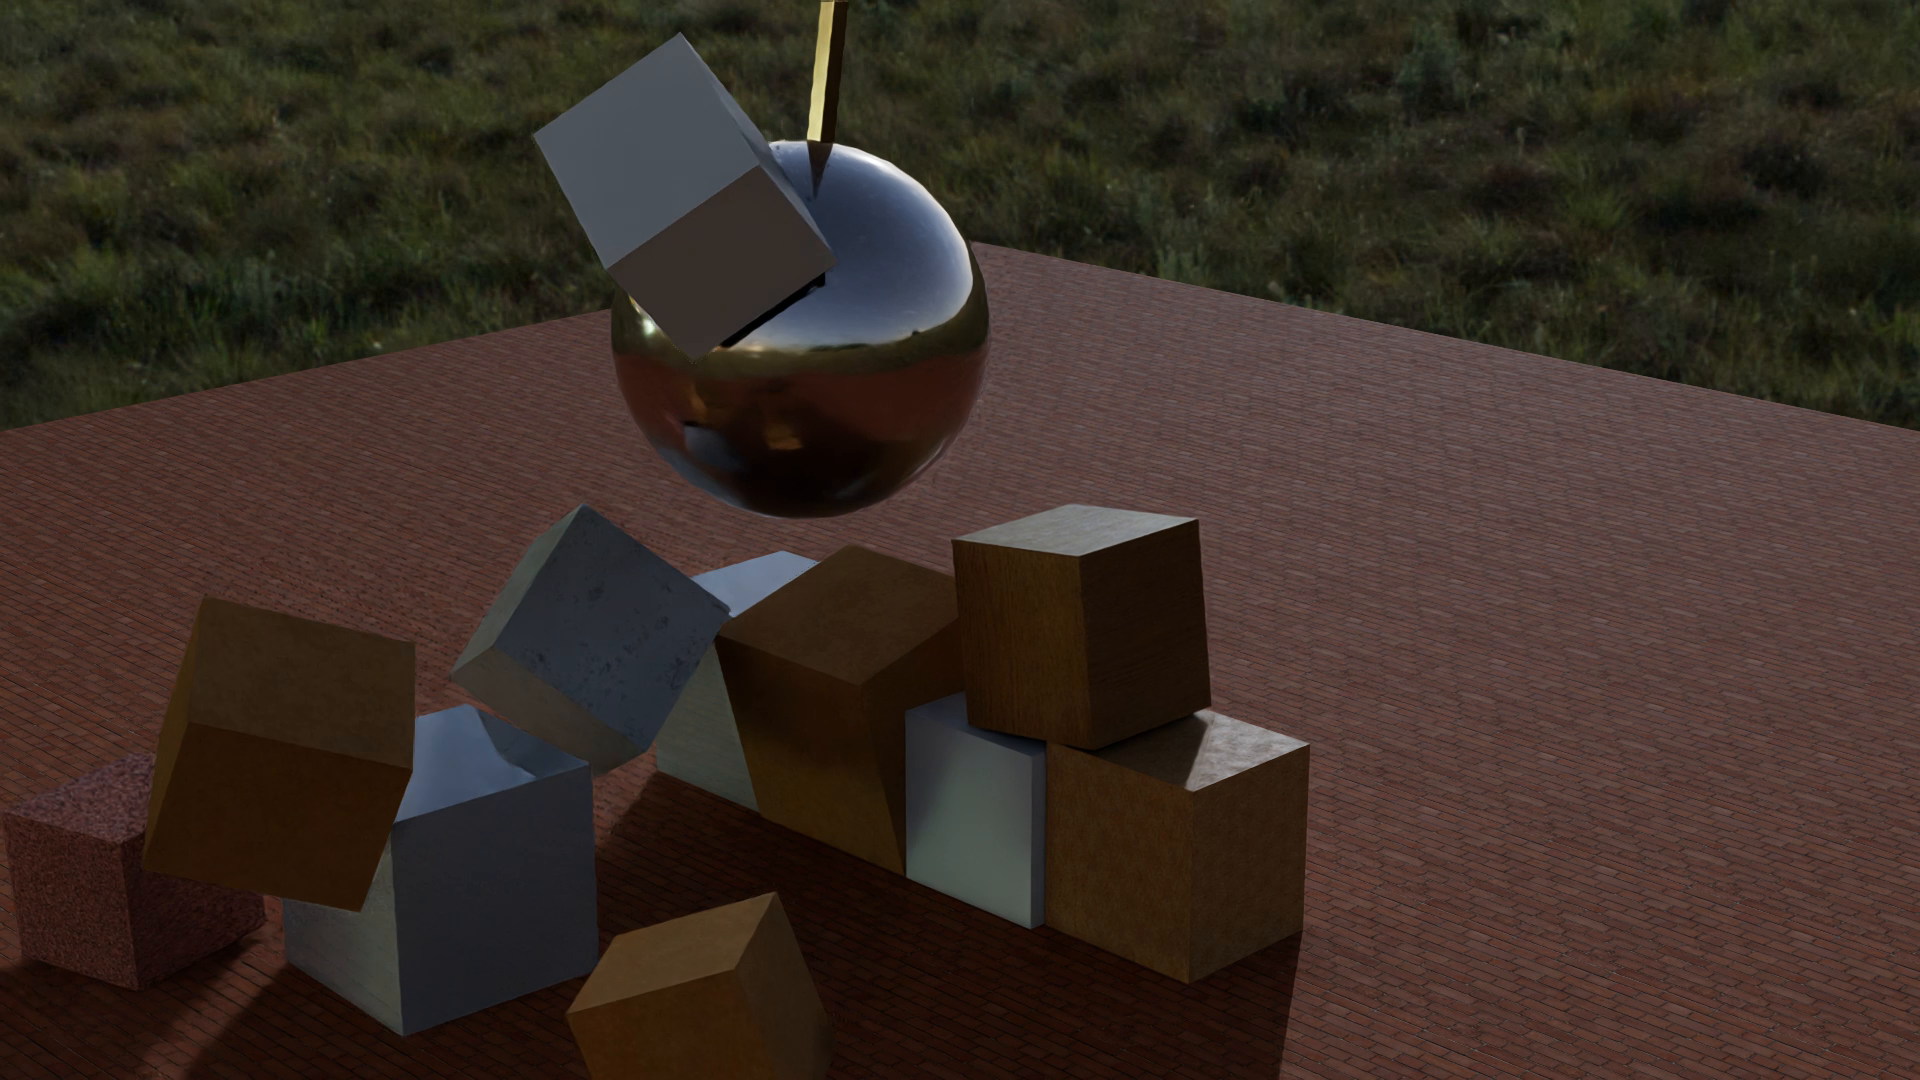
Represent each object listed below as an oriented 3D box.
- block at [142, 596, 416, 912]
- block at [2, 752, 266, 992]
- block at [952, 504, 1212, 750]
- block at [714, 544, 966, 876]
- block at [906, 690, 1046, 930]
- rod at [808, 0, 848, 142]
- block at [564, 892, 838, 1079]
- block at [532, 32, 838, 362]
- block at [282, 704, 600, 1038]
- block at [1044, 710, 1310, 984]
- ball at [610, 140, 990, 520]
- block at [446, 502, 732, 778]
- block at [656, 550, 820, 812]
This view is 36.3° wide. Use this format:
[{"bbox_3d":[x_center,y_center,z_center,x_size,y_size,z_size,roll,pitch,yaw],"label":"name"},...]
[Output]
[{"bbox_3d":[-2.588,0.816,11.190,0.830,0.722,0.786,14,31,-19],"label":"block"},{"bbox_3d":[-3.551,1.417,12.647,0.713,0.676,0.740,9,21,31],"label":"block"},{"bbox_3d":[0.538,0.364,12.893,0.761,0.849,0.768,-17,17,-42],"label":"block"},{"bbox_3d":[-0.393,0.780,13.791,1.007,1.040,0.907,17,39,43],"label":"block"},{"bbox_3d":[0.352,1.145,13.344,0.907,0.815,0.788,-17,24,-42],"label":"block"},{"bbox_3d":[-0.290,-4.200,11.718,0.080,5.200,0.080,17,15,42],"label":"rod"},{"bbox_3d":[-0.958,1.844,11.030,0.684,0.672,0.682,-17,14,14],"label":"block"},{"bbox_3d":[-1.056,-1.320,11.343,0.694,0.745,0.766,-34,57,5],"label":"block"},{"bbox_3d":[-2.217,1.371,12.418,0.964,0.938,0.955,-15,23,-39],"label":"block"},{"bbox_3d":[0.942,1.288,12.788,0.769,0.875,0.835,-17,24,-42],"label":"block"},{"bbox_3d":[-0.670,-0.883,12.362,1.600,1.600,1.600,0,17,0],"label":"ball"},{"bbox_3d":[-1.703,0.473,13.457,0.677,0.840,0.810,-29,28,59],"label":"block"},{"bbox_3d":[-0.928,0.688,14.556,0.865,0.960,0.799,-17,24,-42],"label":"block"}]
